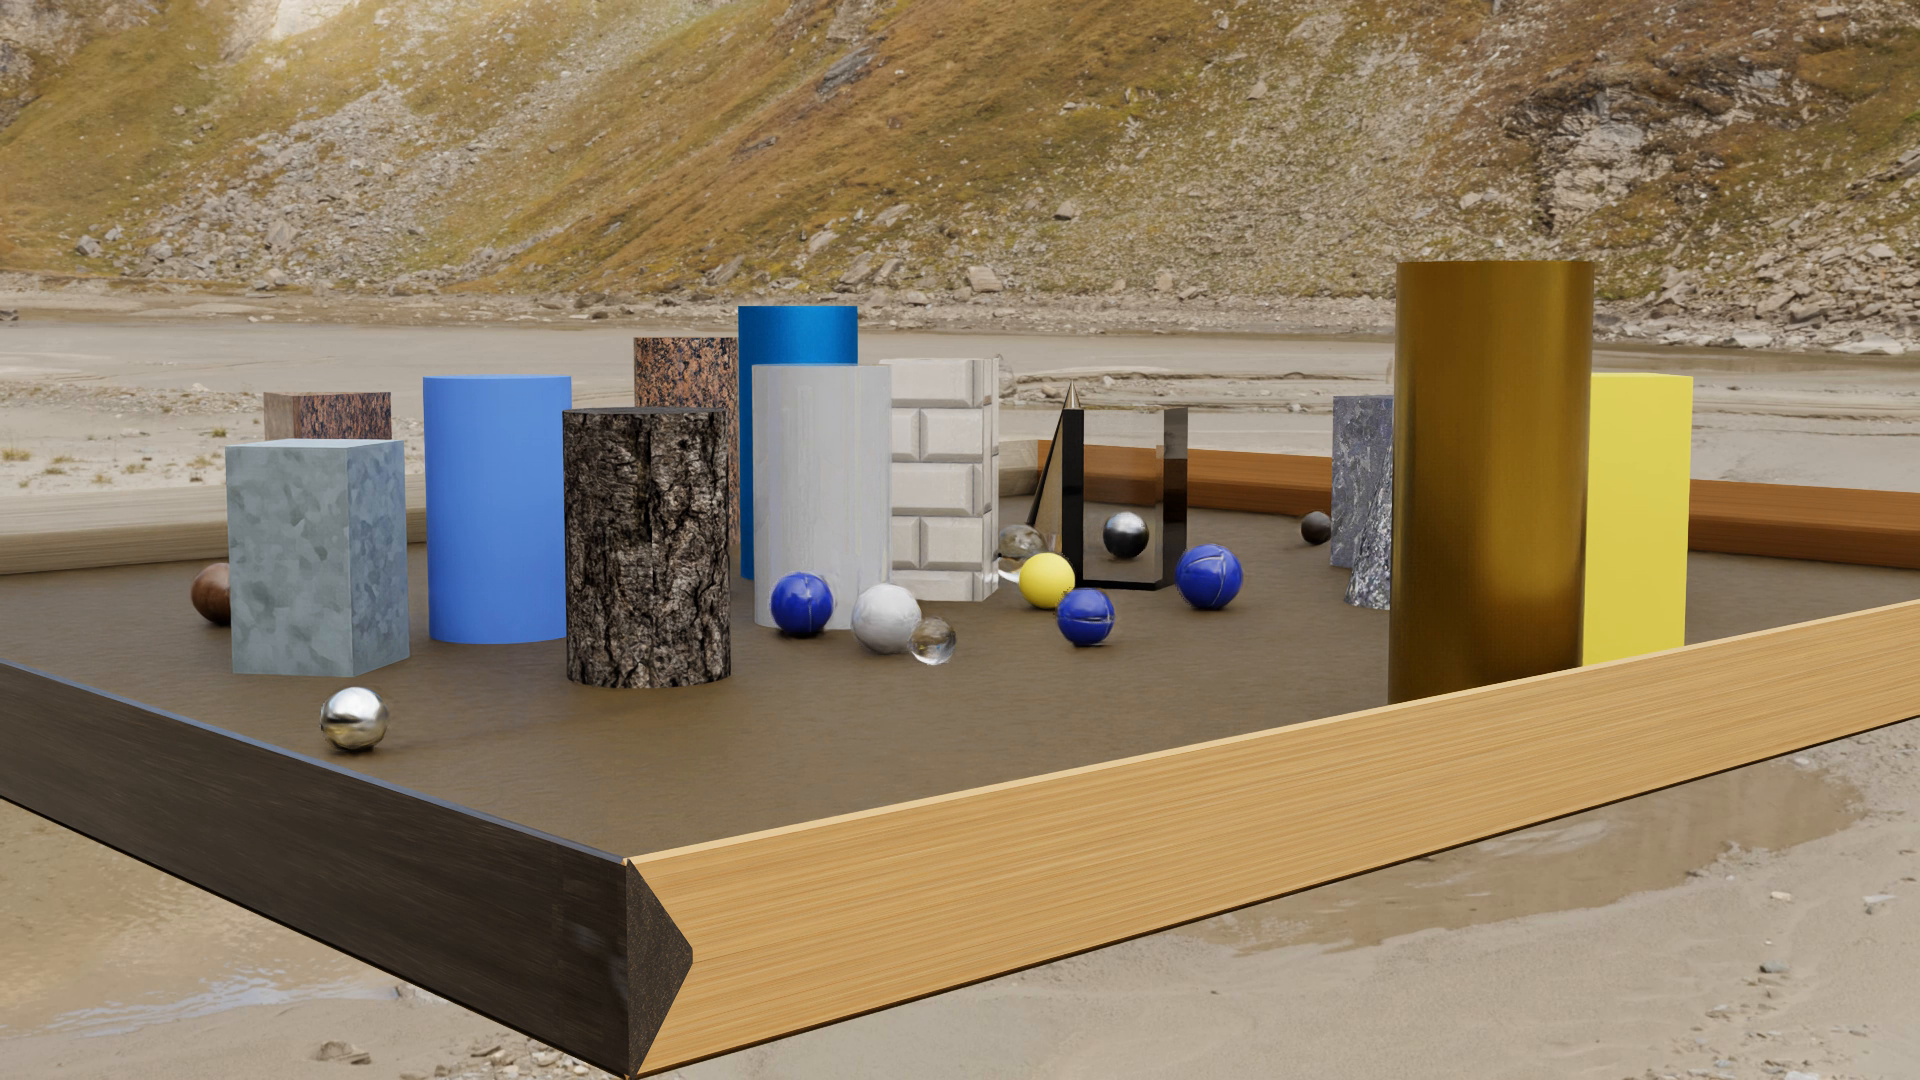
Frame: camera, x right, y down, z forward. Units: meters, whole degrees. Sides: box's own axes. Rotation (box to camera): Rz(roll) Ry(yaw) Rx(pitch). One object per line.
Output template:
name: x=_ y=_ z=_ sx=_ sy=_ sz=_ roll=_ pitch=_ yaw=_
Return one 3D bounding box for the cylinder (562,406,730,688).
cylinder: x=-0.382 y=0.004 z=2.686 sx=0.200 sy=0.325 sz=0.200 roll=0 pitch=6 yaw=0

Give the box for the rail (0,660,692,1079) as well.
rail: x=-1.121 y=0.141 z=2.303 sx=0.045 sy=0.130 sz=2.792 roll=-5 pitch=8 yaw=-42

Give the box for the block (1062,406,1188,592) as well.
block: x=0.270 y=-0.072 z=3.598 sx=0.160 sy=0.287 sz=0.160 roll=3 pitch=7 yaw=24

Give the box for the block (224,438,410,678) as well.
block: x=-0.804 y=0.018 z=2.761 sx=0.160 sy=0.281 sz=0.160 roll=1 pitch=6 yaw=11

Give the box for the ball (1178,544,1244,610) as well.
ball: x=0.375 y=0.055 z=3.294 sx=0.098 sy=0.098 sz=0.098 roll=0 pitch=6 yaw=0

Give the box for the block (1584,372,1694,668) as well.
block: x=0.768 y=-0.014 z=2.643 sx=0.160 sy=0.369 sz=0.160 roll=0 pitch=6 yaw=-1

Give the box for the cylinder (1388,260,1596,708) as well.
cylinder: x=0.553 y=-0.041 z=2.300 sx=0.200 sy=0.494 sz=0.200 roll=0 pitch=6 yaw=0

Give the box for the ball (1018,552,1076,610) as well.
ball: x=0.131 y=0.061 z=3.296 sx=0.085 sy=0.085 sz=0.085 roll=0 pitch=6 yaw=0

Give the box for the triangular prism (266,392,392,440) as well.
triangular prism: x=-0.857 y=-0.037 z=3.038 sx=0.150 sy=0.333 sz=0.173 roll=-3 pitch=7 yaw=-30

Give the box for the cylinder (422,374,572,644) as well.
cylinder: x=-0.634 y=-0.047 z=3.032 sx=0.200 sy=0.355 sz=0.200 roll=0 pitch=6 yaw=0

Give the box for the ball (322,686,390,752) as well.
ball: x=-0.612 y=0.182 z=2.228 sx=0.066 sy=0.066 sz=0.066 roll=0 pitch=6 yaw=0

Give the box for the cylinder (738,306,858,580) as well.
cylinder: x=-0.271 y=-0.166 z=3.699 sx=0.200 sy=0.453 sz=0.200 roll=0 pitch=6 yaw=0

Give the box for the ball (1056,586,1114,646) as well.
ball: x=0.168 y=0.102 z=2.936 sx=0.078 sy=0.078 sz=0.078 roll=0 pitch=6 yaw=0

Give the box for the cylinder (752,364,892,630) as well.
cylinder: x=-0.197 y=-0.067 z=3.158 sx=0.200 sy=0.368 sz=0.200 roll=0 pitch=6 yaw=0

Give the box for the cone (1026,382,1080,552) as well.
cone: x=0.210 y=-0.145 z=4.145 sx=0.200 sy=0.319 sz=0.200 roll=0 pitch=6 yaw=0

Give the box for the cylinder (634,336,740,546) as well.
cylinder: x=-0.522 y=-0.190 z=4.213 sx=0.200 sy=0.395 sz=0.200 roll=0 pitch=6 yaw=0

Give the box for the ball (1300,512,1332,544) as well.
ball: x=0.683 y=-0.023 z=4.205 sx=0.063 sy=0.063 sz=0.063 roll=0 pitch=6 yaw=0

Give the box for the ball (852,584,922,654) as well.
ball: x=-0.096 y=0.103 z=2.862 sx=0.092 sy=0.092 sz=0.092 roll=0 pitch=6 yaw=0

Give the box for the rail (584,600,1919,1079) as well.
rail: x=0.931 y=0.138 z=2.329 sx=3.097 sy=0.130 sz=0.045 roll=-5 pitch=8 yaw=-42

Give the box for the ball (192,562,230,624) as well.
ball: x=-1.052 y=0.076 z=3.141 sx=0.087 sy=0.087 sz=0.087 roll=0 pitch=6 yaw=0

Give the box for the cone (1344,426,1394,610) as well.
cone: x=0.690 y=-0.096 z=3.357 sx=0.200 sy=0.384 sz=0.200 roll=0 pitch=6 yaw=0

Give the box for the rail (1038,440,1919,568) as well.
rail: x=1.121 y=-0.073 z=4.360 sx=0.045 sy=0.130 sz=2.792 roll=-5 pitch=8 yaw=-42

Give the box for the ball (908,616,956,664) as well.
ball: x=-0.035 y=0.127 z=2.777 sx=0.060 sy=0.060 sz=0.060 roll=0 pitch=6 yaw=0

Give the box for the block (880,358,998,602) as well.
block: x=-0.031 y=-0.099 z=3.455 sx=0.160 sy=0.370 sz=0.160 roll=1 pitch=6 yaw=10

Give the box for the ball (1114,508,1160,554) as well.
ball: x=0.325 y=-0.015 z=4.026 sx=0.084 sy=0.084 sz=0.084 roll=0 pitch=6 yaw=0

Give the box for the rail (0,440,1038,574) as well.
rail: x=-0.931 y=-0.071 z=4.335 sx=3.097 sy=0.130 sz=0.045 roll=-5 pitch=8 yaw=-42

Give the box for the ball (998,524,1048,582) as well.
ball: x=0.098 y=0.022 z=3.617 sx=0.096 sy=0.096 sz=0.096 roll=0 pitch=6 yaw=0

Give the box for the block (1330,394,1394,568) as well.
block: x=0.760 y=-0.100 z=3.823 sx=0.160 sy=0.297 sz=0.160 roll=-3 pitch=7 yaw=-29

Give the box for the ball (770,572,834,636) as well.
ball: x=-0.217 y=0.088 z=3.024 sx=0.087 sy=0.087 sz=0.087 roll=0 pitch=6 yaw=0
